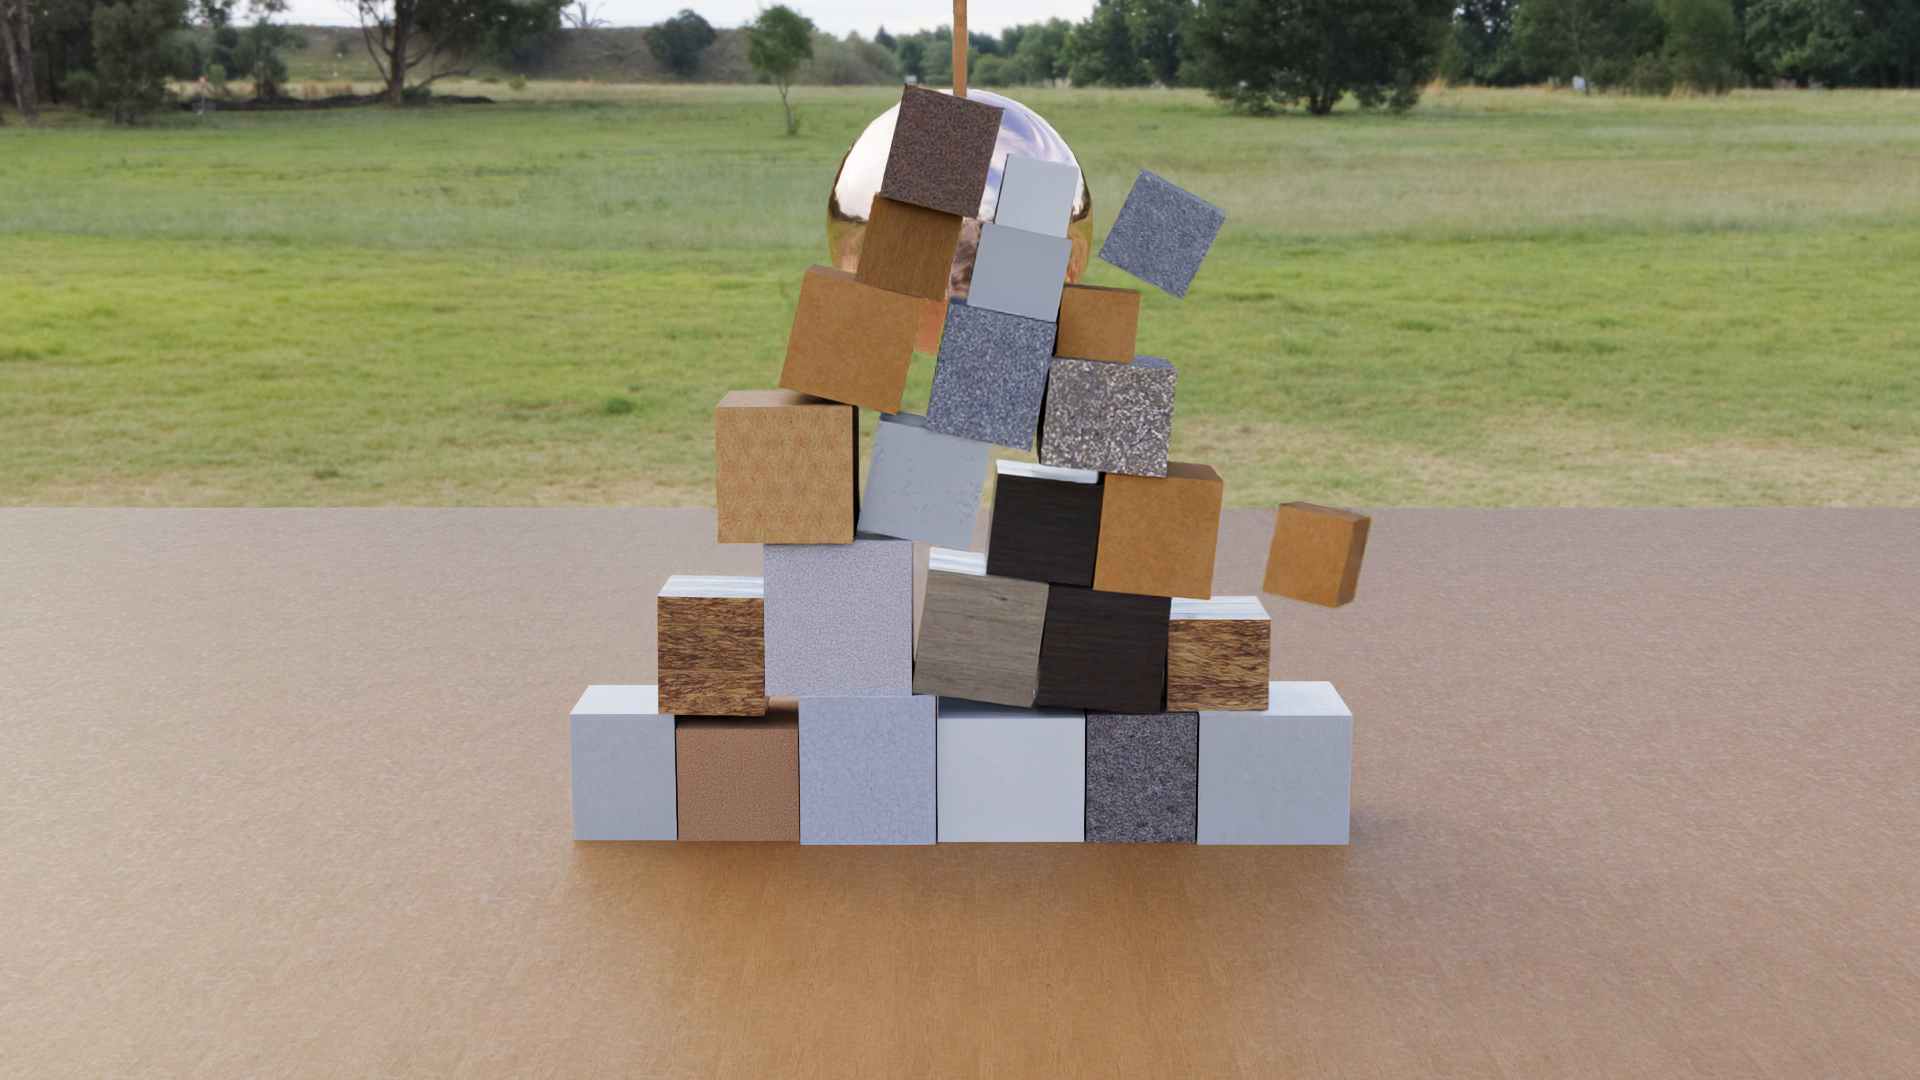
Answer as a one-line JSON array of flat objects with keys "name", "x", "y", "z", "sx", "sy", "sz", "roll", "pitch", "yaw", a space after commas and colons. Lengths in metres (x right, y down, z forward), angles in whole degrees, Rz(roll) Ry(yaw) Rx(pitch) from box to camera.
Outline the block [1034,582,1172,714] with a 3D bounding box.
[{"name": "block", "x": 0.719, "y": 0.497, "z": 11.278, "sx": 0.613, "sy": 0.605, "sz": 0.623, "roll": 5, "pitch": 10, "yaw": -1}]

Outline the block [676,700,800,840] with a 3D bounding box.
[{"name": "block", "x": -1.121, "y": 1.188, "z": 11.401, "sx": 0.613, "sy": 0.583, "sz": 0.589, "roll": 0, "pitch": 10, "yaw": 0}]

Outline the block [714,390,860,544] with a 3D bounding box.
[{"name": "block", "x": -0.857, "y": -0.379, "z": 11.093, "sx": 0.667, "sy": 0.674, "sz": 0.708, "roll": 0, "pitch": 10, "yaw": 0}]

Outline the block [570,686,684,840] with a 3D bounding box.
[{"name": "block", "x": -1.701, "y": 1.147, "z": 11.407, "sx": 0.525, "sy": 0.661, "sz": 0.593, "roll": 0, "pitch": 10, "yaw": 0}]

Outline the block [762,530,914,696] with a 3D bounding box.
[{"name": "block", "x": -0.607, "y": 0.334, "z": 11.247, "sx": 0.732, "sy": 0.785, "sz": 0.663, "roll": 0, "pitch": 10, "yaw": 0}]

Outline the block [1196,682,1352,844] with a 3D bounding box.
[{"name": "block", "x": 1.581, "y": 1.145, "z": 11.390, "sx": 0.763, "sy": 0.673, "sz": 0.700, "roll": 0, "pitch": 10, "yaw": 0}]

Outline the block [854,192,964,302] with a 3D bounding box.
[{"name": "block", "x": -0.253, "y": -1.461, "z": 10.931, "sx": 0.446, "sy": 0.435, "sz": 0.387, "roll": 13, "pitch": 10, "yaw": -3}]

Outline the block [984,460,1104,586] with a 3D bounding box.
[{"name": "block", "x": 0.419, "y": -0.092, "z": 11.156, "sx": 0.527, "sy": 0.513, "sz": 0.491, "roll": 7, "pitch": 10, "yaw": -1}]

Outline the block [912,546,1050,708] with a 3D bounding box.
[{"name": "block", "x": 0.101, "y": 0.438, "z": 11.258, "sx": 0.603, "sy": 0.634, "sz": 0.612, "roll": 8, "pitch": 10, "yaw": -1}]

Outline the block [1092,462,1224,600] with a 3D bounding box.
[{"name": "block", "x": 0.980, "y": -0.071, "z": 11.161, "sx": 0.583, "sy": 0.598, "sz": 0.584, "roll": 5, "pitch": 10, "yaw": -1}]

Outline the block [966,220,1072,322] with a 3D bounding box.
[{"name": "block", "x": 0.292, "y": -1.342, "z": 10.943, "sx": 0.448, "sy": 0.410, "sz": 0.383, "roll": 11, "pitch": 10, "yaw": -2}]

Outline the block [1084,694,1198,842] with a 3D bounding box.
[{"name": "block", "x": 0.914, "y": 1.151, "z": 11.384, "sx": 0.551, "sy": 0.663, "sz": 0.630, "roll": 0, "pitch": 10, "yaw": 0}]

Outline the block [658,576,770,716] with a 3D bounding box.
[{"name": "block", "x": -1.245, "y": 0.534, "z": 11.259, "sx": 0.533, "sy": 0.605, "sz": 0.538, "roll": 1, "pitch": 10, "yaw": 0}]

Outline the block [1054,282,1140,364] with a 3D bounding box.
[{"name": "block", "x": 0.680, "y": -1.089, "z": 10.989, "sx": 0.383, "sy": 0.340, "sz": 0.358, "roll": 5, "pitch": 10, "yaw": -1}]

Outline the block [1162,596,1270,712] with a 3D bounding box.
[{"name": "block", "x": 1.297, "y": 0.578, "z": 11.304, "sx": 0.511, "sy": 0.473, "sz": 0.566, "roll": 0, "pitch": 10, "yaw": 0}]

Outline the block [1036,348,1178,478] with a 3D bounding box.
[{"name": "block", "x": 0.726, "y": -0.653, "z": 11.057, "sx": 0.620, "sy": 0.529, "sz": 0.649, "roll": 5, "pitch": 10, "yaw": -1}]

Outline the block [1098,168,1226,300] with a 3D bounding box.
[{"name": "block", "x": 1.000, "y": -1.522, "z": 10.906, "sx": 0.464, "sy": 0.454, "sz": 0.450, "roll": 27, "pitch": 13, "yaw": -1}]

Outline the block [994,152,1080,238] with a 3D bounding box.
[{"name": "block", "x": 0.377, "y": -1.707, "z": 10.884, "sx": 0.356, "sy": 0.349, "sz": 0.313, "roll": 11, "pitch": 10, "yaw": -2}]

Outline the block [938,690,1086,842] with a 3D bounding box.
[{"name": "block", "x": 0.258, "y": 1.159, "z": 11.394, "sx": 0.741, "sy": 0.643, "sz": 0.614, "roll": 0, "pitch": 10, "yaw": 0}]

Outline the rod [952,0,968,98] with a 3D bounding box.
[{"name": "rod", "x": 0.000, "y": -4.744, "z": 11.329, "sx": 0.080, "sy": 5.200, "sz": 0.080, "roll": 0, "pitch": 33, "yaw": 0}]

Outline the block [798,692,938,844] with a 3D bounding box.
[{"name": "block", "x": -0.464, "y": 1.095, "z": 11.400, "sx": 0.682, "sy": 0.766, "sz": 0.740, "roll": 0, "pitch": 10, "yaw": 0}]

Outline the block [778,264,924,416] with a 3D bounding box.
[{"name": "block", "x": -0.530, "y": -1.012, "z": 11.013, "sx": 0.594, "sy": 0.581, "sz": 0.624, "roll": 13, "pitch": 10, "yaw": -3}]

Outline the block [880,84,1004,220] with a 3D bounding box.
[{"name": "block", "x": -0.093, "y": -1.912, "z": 10.816, "sx": 0.487, "sy": 0.542, "sz": 0.511, "roll": 13, "pitch": 10, "yaw": -3}]

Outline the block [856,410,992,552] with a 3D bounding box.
[{"name": "block", "x": -0.175, "y": -0.313, "z": 11.113, "sx": 0.569, "sy": 0.553, "sz": 0.551, "roll": 11, "pitch": 10, "yaw": -2}]

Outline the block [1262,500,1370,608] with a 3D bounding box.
[{"name": "block", "x": 1.790, "y": 0.068, "z": 11.038, "sx": 0.380, "sy": 0.440, "sz": 0.425, "roll": 14, "pitch": 8, "yaw": 20}]

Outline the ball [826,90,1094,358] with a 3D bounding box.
[{"name": "ball", "x": 0.000, "y": -1.886, "z": 13.170, "sx": 1.600, "sy": 1.600, "sz": 1.600, "roll": 0, "pitch": 10, "yaw": 0}]

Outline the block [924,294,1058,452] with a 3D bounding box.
[{"name": "block", "x": 0.149, "y": -0.846, "z": 11.035, "sx": 0.536, "sy": 0.631, "sz": 0.607, "roll": 11, "pitch": 10, "yaw": -2}]
